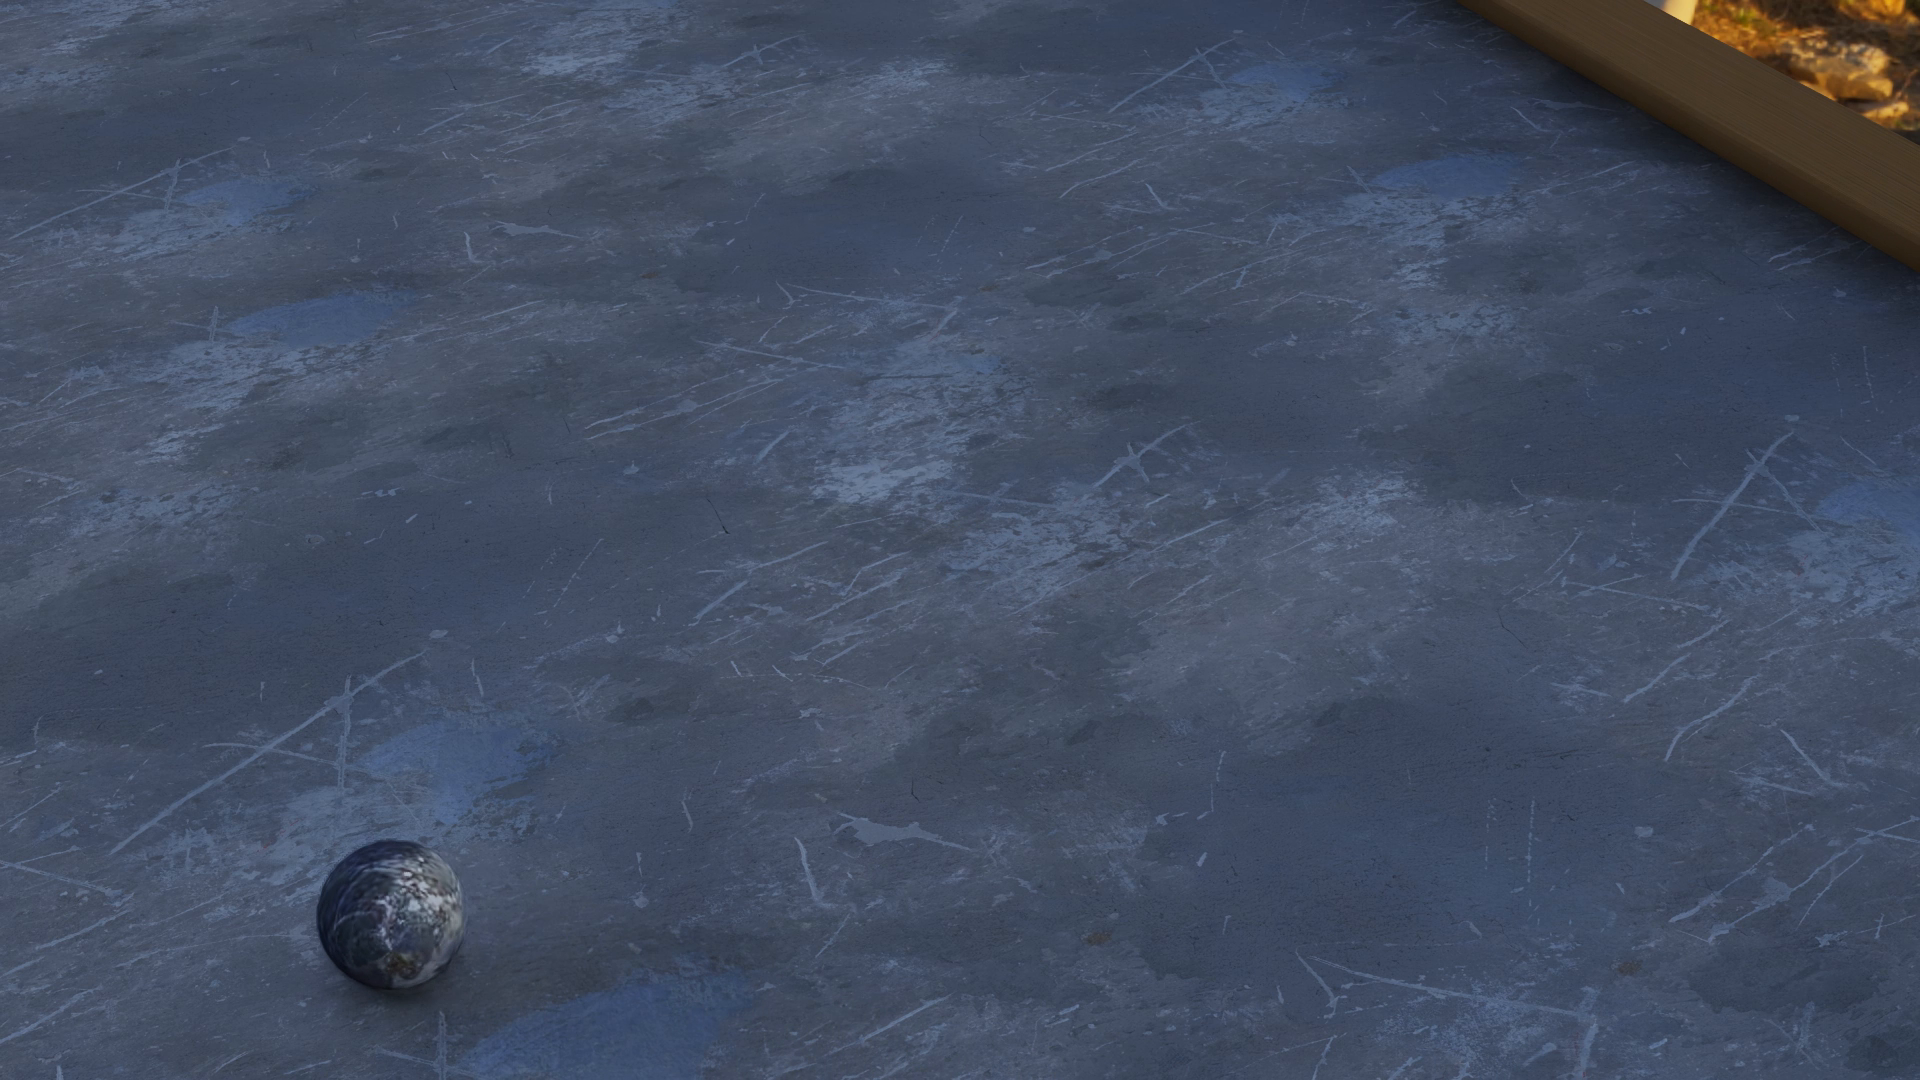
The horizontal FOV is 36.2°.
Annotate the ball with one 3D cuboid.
[{"bbox_3d":[-0.294,0.194,1.524,0.077,0.077,0.077,0,27,0],"label":"ball"}]

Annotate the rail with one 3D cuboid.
[{"bbox_3d":[0.574,-0.518,2.890,0.045,0.100,3.397,-9,28,-17],"label":"rail"}]
